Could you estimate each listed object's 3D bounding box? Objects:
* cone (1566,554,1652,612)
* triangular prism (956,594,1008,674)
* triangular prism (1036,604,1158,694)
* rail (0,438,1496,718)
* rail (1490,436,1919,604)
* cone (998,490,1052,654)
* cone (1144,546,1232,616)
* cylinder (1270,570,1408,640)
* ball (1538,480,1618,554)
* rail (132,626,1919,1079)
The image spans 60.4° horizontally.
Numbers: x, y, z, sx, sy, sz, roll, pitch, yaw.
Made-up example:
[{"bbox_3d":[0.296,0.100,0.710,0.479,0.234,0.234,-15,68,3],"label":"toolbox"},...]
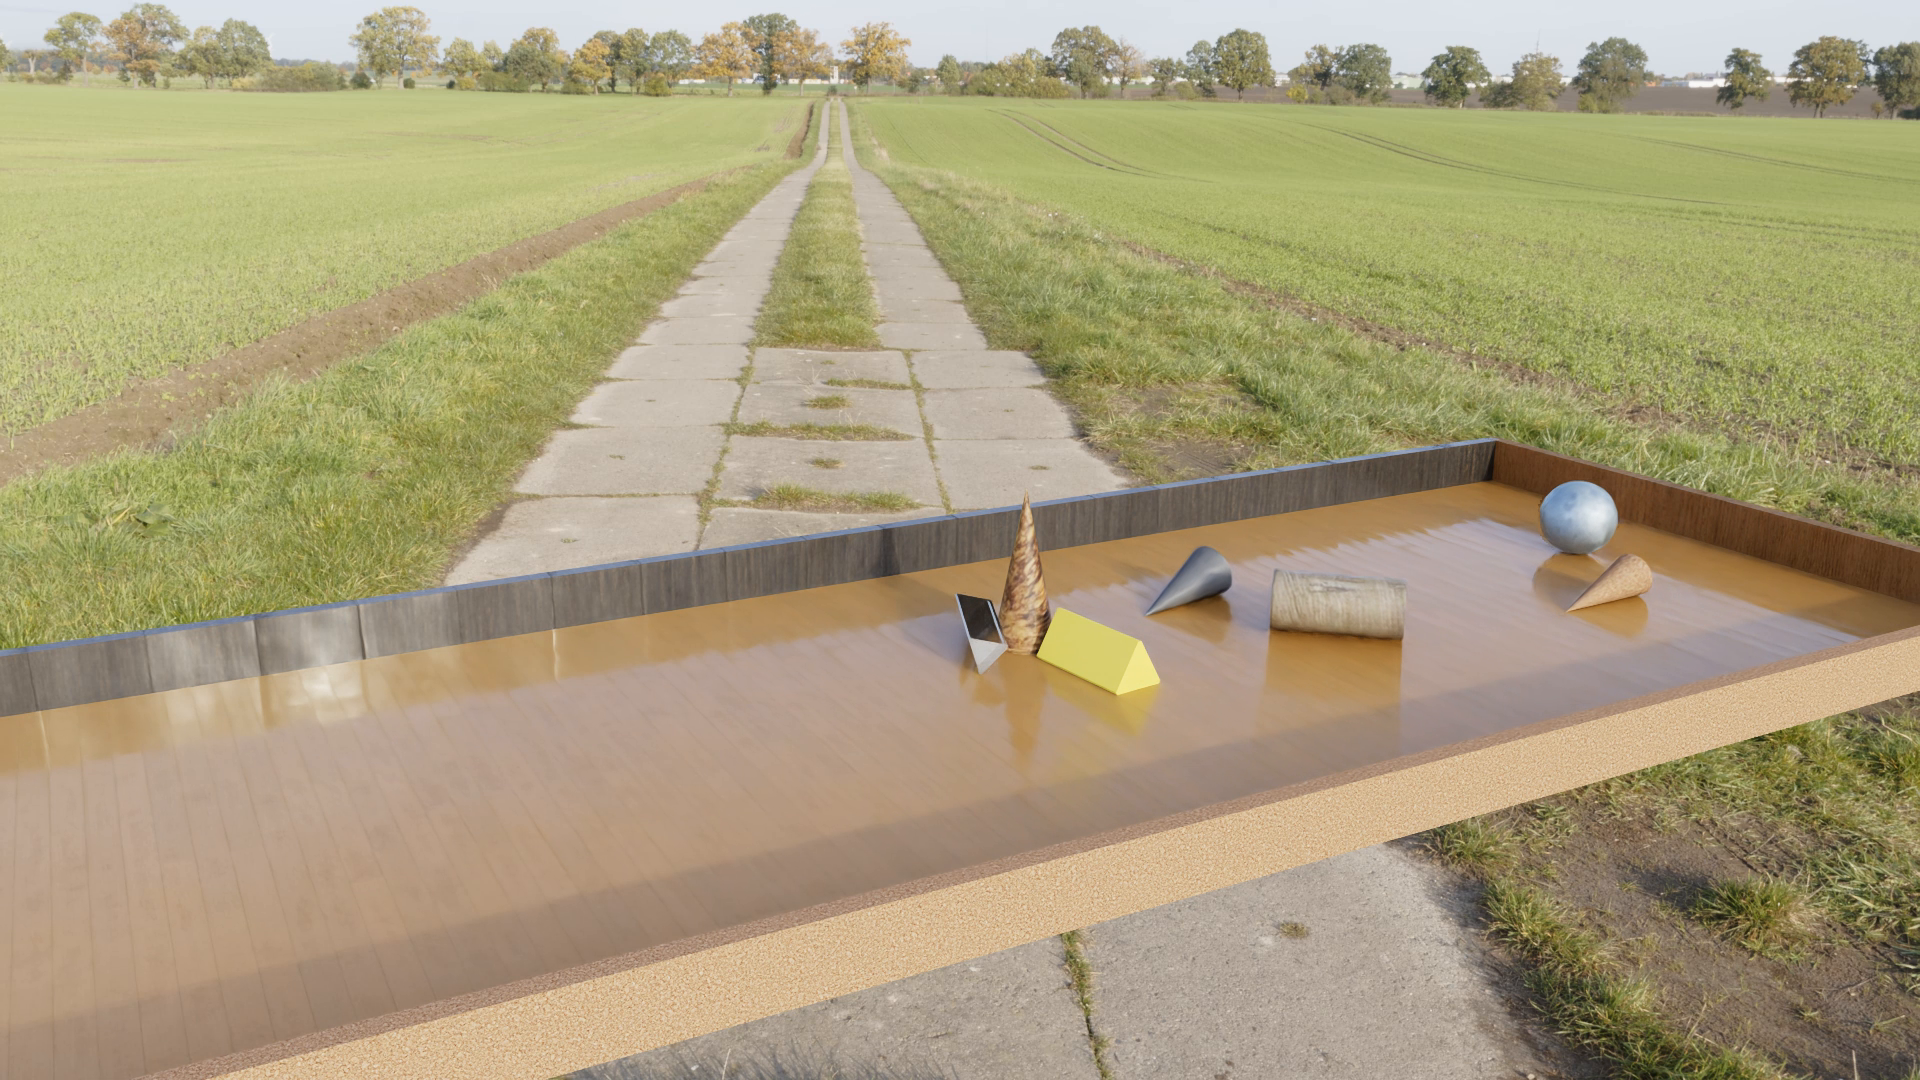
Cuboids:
[{"bbox_3d":[1.834,0.152,4.728,0.305,0.126,0.126,-23,25,-27],"label":"cone"},{"bbox_3d":[0.038,0.227,4.345,0.088,0.102,0.361,41,8,-15],"label":"triangular prism"},{"bbox_3d":[0.353,0.272,4.201,0.142,0.123,0.317,-7,20,-37],"label":"triangular prism"},{"bbox_3d":[-3.305,0.497,3.399,12.000,0.150,0.050,-9,18,-27],"label":"rail"},{"bbox_3d":[2.466,-0.048,5.253,0.050,0.150,2.100,-9,18,-27],"label":"rail"},{"bbox_3d":[0.173,0.070,4.355,0.172,0.430,0.172,0,16,0],"label":"cone"},{"bbox_3d":[0.623,0.151,4.710,0.307,0.151,0.151,-30,32,-35],"label":"cone"},{"bbox_3d":[1.024,0.176,4.469,0.350,0.163,0.163,4,17,14],"label":"cylinder"},{"bbox_3d":[1.942,-0.070,5.183,0.232,0.232,0.232,0,16,0],"label":"ball"},{"bbox_3d":[-2.336,1.006,1.665,12.000,0.150,0.050,-9,18,-27],"label":"rail"}]
